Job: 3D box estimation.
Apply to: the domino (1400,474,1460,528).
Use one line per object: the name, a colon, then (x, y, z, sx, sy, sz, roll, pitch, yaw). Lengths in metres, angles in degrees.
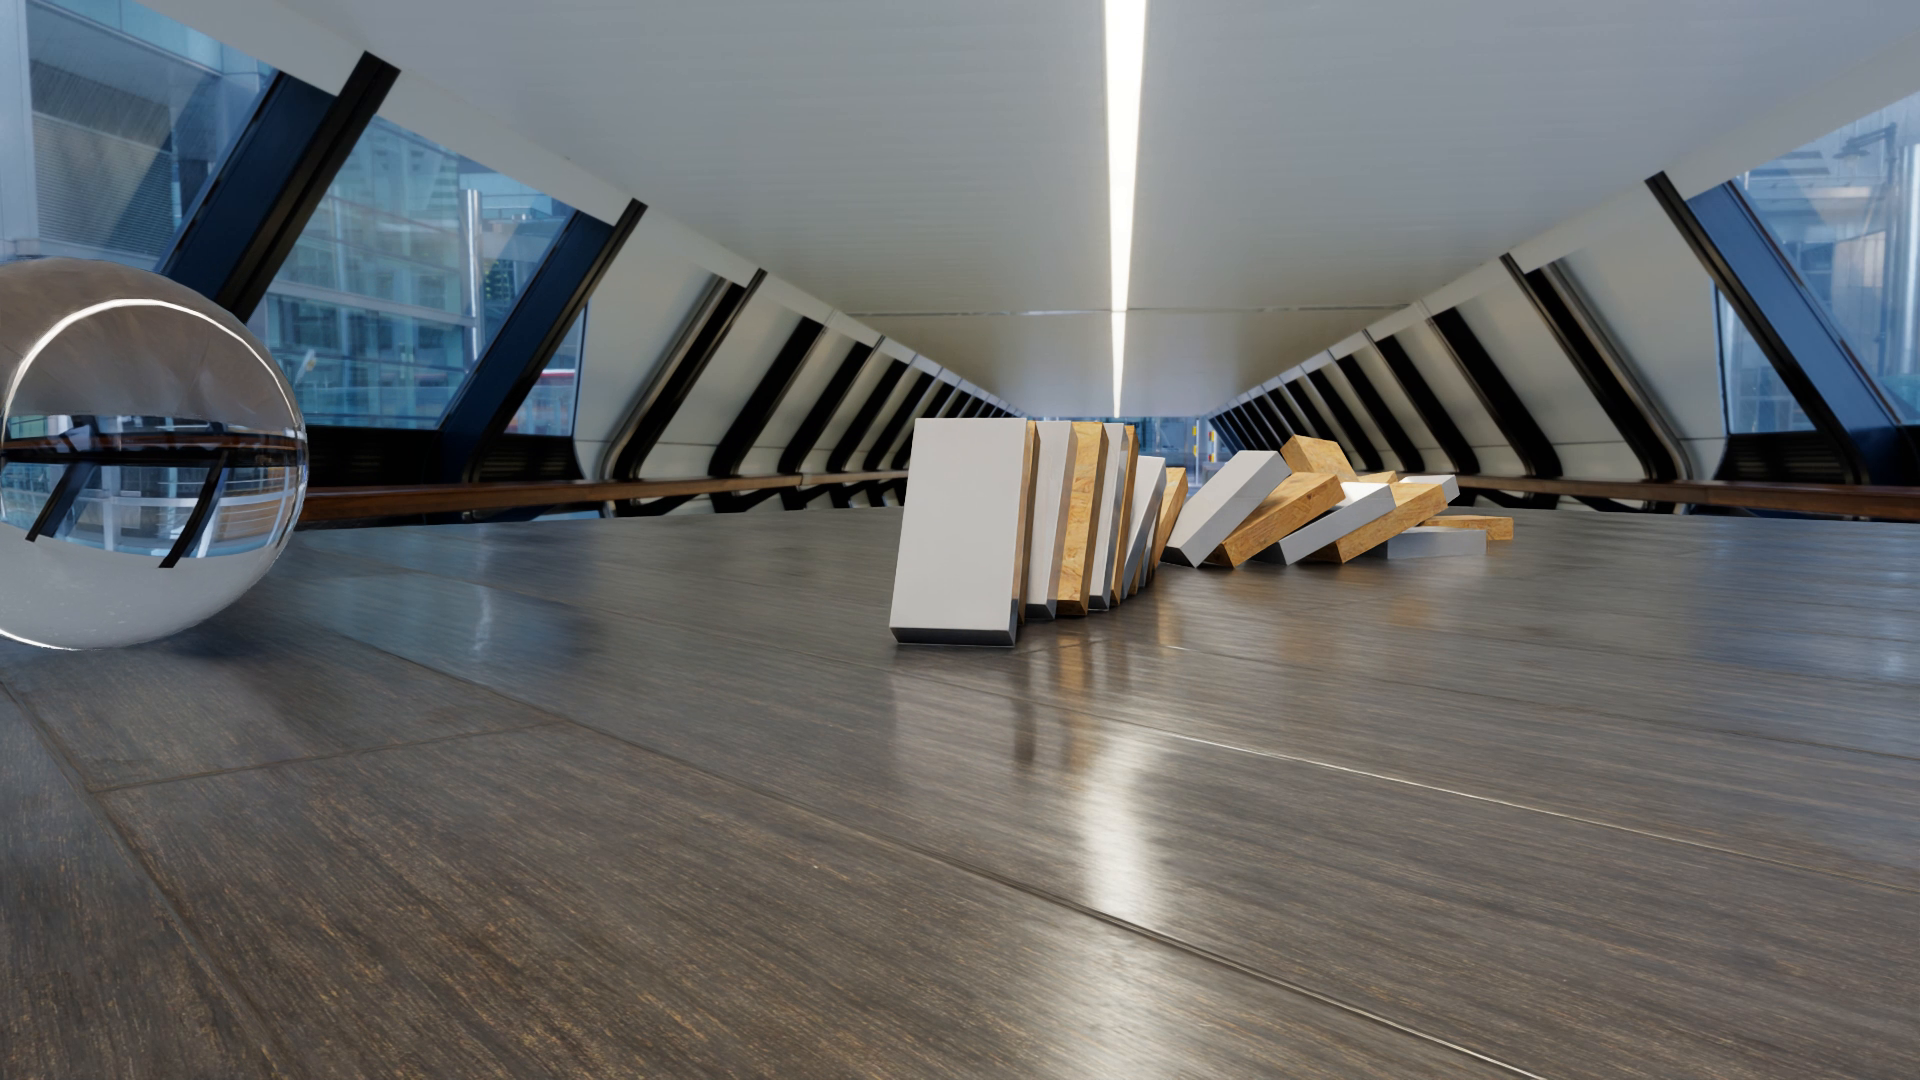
domino: (0.194, -0.014, 0.565, 0.050, 0.009, 0.025, -29, 16, -31)

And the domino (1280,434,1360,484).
domino: (0.151, -0.020, 0.519, 0.025, 0.050, 0.010, 6, -41, -31)

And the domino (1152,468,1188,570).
domino: (0.063, -0.009, 0.456, 0.025, 0.009, 0.050, 2, 36, 25)

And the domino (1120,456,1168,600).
domino: (0.041, -0.005, 0.367, 0.025, 0.009, 0.050, 7, 45, 21)

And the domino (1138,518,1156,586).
domino: (0.047, -0.005, 0.401, 0.025, 0.010, 0.050, 1, 36, 14)

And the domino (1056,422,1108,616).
domino: (0.022, -0.006, 0.329, 0.025, 0.050, 0.009, 1, -25, 19)

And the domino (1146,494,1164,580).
domino: (0.052, -0.006, 0.419, 0.025, 0.009, 0.050, 1, 35, 14)

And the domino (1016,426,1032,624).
domino: (0.002, -0.004, 0.299, 0.025, 0.050, 0.010, 1, -25, 11)

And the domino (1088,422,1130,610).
domino: (0.029, -0.007, 0.338, 0.025, 0.050, 0.009, 1, -26, 19)

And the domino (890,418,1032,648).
domino: (0.001, -0.002, 0.277, 0.025, 0.050, 0.009, 1, -25, 11)

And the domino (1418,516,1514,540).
domino: (0.219, -0.005, 0.573, 0.050, 0.010, 0.025, -2, 5, -26)

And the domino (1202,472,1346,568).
domino: (0.109, -0.008, 0.458, 0.050, 0.009, 0.025, -30, 13, -13)

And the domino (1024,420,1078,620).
domino: (0.014, -0.006, 0.320, 0.025, 0.050, 0.010, 1, -25, 18)

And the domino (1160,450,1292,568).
domino: (0.091, -0.011, 0.454, 0.050, 0.010, 0.025, -43, 16, -11)

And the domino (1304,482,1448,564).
domino: (0.152, -0.007, 0.476, 0.050, 0.009, 0.025, -25, 12, -17)

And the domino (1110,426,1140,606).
domino: (0.033, -0.007, 0.349, 0.025, 0.050, 0.010, 1, -27, 19)

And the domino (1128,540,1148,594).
domino: (0.043, -0.003, 0.383, 0.025, 0.010, 0.050, 1, 36, 16)

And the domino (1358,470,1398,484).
domino: (0.173, -0.015, 0.560, 0.025, 0.009, 0.050, -10, 17, 36)

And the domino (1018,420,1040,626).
domino: (0.004, -0.005, 0.310, 0.025, 0.050, 0.010, 1, -25, 12)

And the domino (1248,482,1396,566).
domino: (0.130, -0.006, 0.465, 0.050, 0.009, 0.025, -26, 12, -17)

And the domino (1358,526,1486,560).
domino: (0.174, 0.001, 0.494, 0.050, 0.010, 0.025, -2, 5, -26)

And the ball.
ball: (-0.179, -0.017, 0.264, 0.080, 0.080, 0.080, 0, 4, 0)
